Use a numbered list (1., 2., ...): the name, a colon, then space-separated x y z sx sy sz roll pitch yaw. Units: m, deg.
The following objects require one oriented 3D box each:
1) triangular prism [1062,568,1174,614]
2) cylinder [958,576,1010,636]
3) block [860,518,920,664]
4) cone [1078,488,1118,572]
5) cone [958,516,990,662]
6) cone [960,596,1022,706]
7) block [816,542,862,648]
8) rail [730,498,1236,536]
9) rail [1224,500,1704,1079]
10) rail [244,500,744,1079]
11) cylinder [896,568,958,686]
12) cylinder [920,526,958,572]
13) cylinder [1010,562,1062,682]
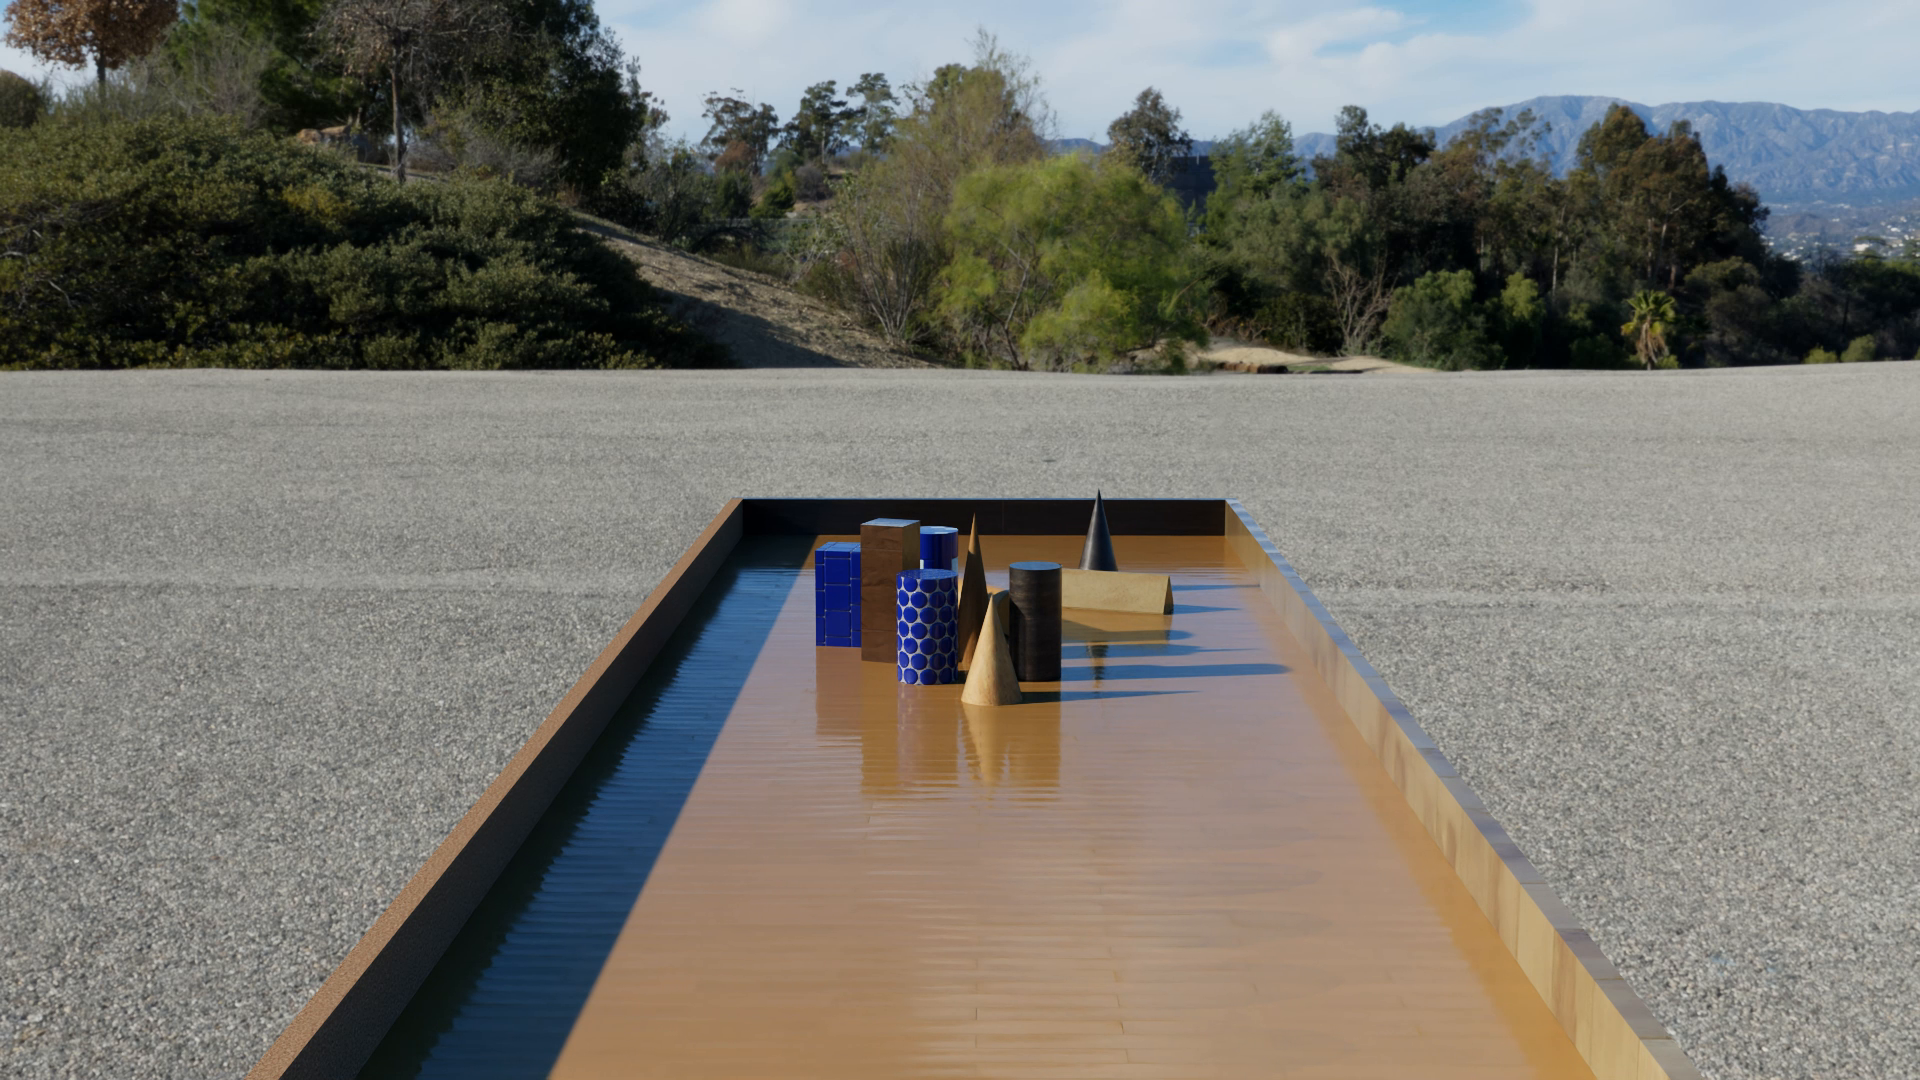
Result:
1. triangular prism: 0.520 0.168 7.535 0.401 0.123 0.142 3 10 19
2. cylinder: 0.077 0.213 7.198 0.147 0.147 0.369 -6 11 -33
3. block: -0.211 0.154 6.696 0.138 0.420 0.138 4 10 22
4. cone: 0.493 -0.004 7.845 0.179 0.373 0.179 0 9 0
5. cone: 0.044 0.138 6.695 0.147 0.451 0.147 0 9 0
6. cone: 0.090 0.298 6.167 0.176 0.300 0.176 0 9 0
7. block: -0.350 0.172 6.958 0.176 0.303 0.176 2 9 10
8. rail: 0.099 -0.098 9.147 2.100 0.150 0.050 0 9 1
9. rail: 1.046 0.843 3.208 0.050 0.150 12.000 0 9 1
10. rail: -1.004 0.839 3.234 0.050 0.150 12.000 0 9 1
11. cylinder: -0.095 0.252 6.425 0.180 0.311 0.180 0 9 0
12. cylinder: -0.086 0.146 6.941 0.162 0.359 0.162 0 9 0
13. cylinder: 0.221 0.238 6.449 0.155 0.331 0.155 0 9 0
